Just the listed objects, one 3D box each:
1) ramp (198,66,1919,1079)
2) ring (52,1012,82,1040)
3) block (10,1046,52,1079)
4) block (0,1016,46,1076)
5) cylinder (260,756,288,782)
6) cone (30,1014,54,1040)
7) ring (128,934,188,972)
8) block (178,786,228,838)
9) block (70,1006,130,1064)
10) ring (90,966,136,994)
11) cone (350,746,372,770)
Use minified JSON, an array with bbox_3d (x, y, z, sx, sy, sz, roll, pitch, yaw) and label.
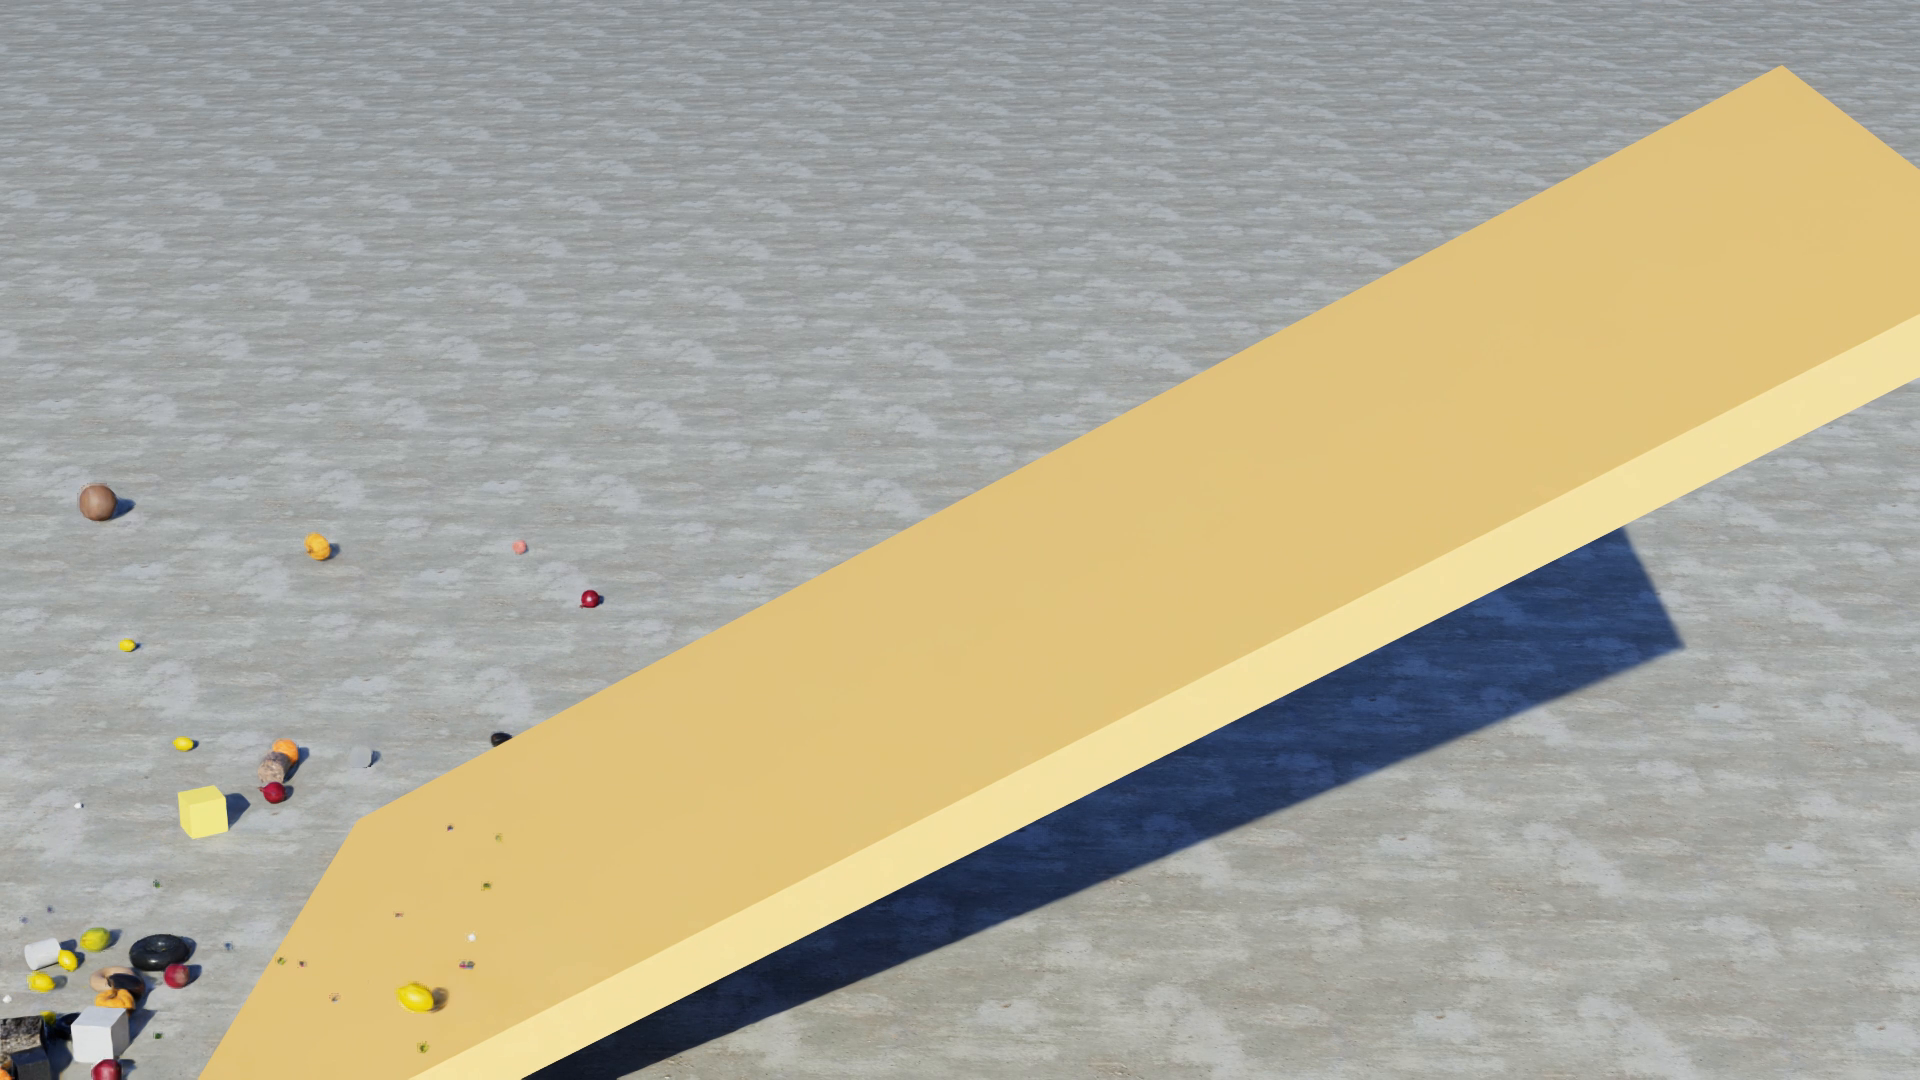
[{"bbox_3d":[0.142,0.168,6.284,4.000,0.100,2.000,-28,15,12],"label":"ramp"},{"bbox_3d":[-2.015,1.107,6.695,0.098,0.033,0.098,0,19,0],"label":"ring"},{"bbox_3d":[-2.042,1.165,6.462,0.069,0.069,0.069,-11,21,-30],"label":"block"},{"bbox_3d":[-2.089,1.124,6.548,0.092,0.092,0.092,-4,19,-12],"label":"block"},{"bbox_3d":[-1.883,0.628,8.078,0.073,0.073,0.073,-4,-4,-13],"label":"cylinder"},{"bbox_3d":[-2.075,1.116,6.663,0.078,0.078,0.078,8,-8,23],"label":"cone"},{"bbox_3d":[-1.917,0.987,7.036,0.139,0.046,0.139,0,20,0],"label":"ring"},{"bbox_3d":[-1.999,0.718,7.768,0.097,0.097,0.097,-11,21,-30],"label":"block"},{"bbox_3d":[-1.925,1.109,6.592,0.092,0.092,0.092,3,18,8],"label":"block"},{"bbox_3d":[-1.990,1.034,6.912,0.106,0.035,0.106,2,18,-1],"label":"ring"},{"bbox_3d":[-1.659,0.610,8.201,0.067,0.067,0.067,4,-8,12],"label":"cone"}]
